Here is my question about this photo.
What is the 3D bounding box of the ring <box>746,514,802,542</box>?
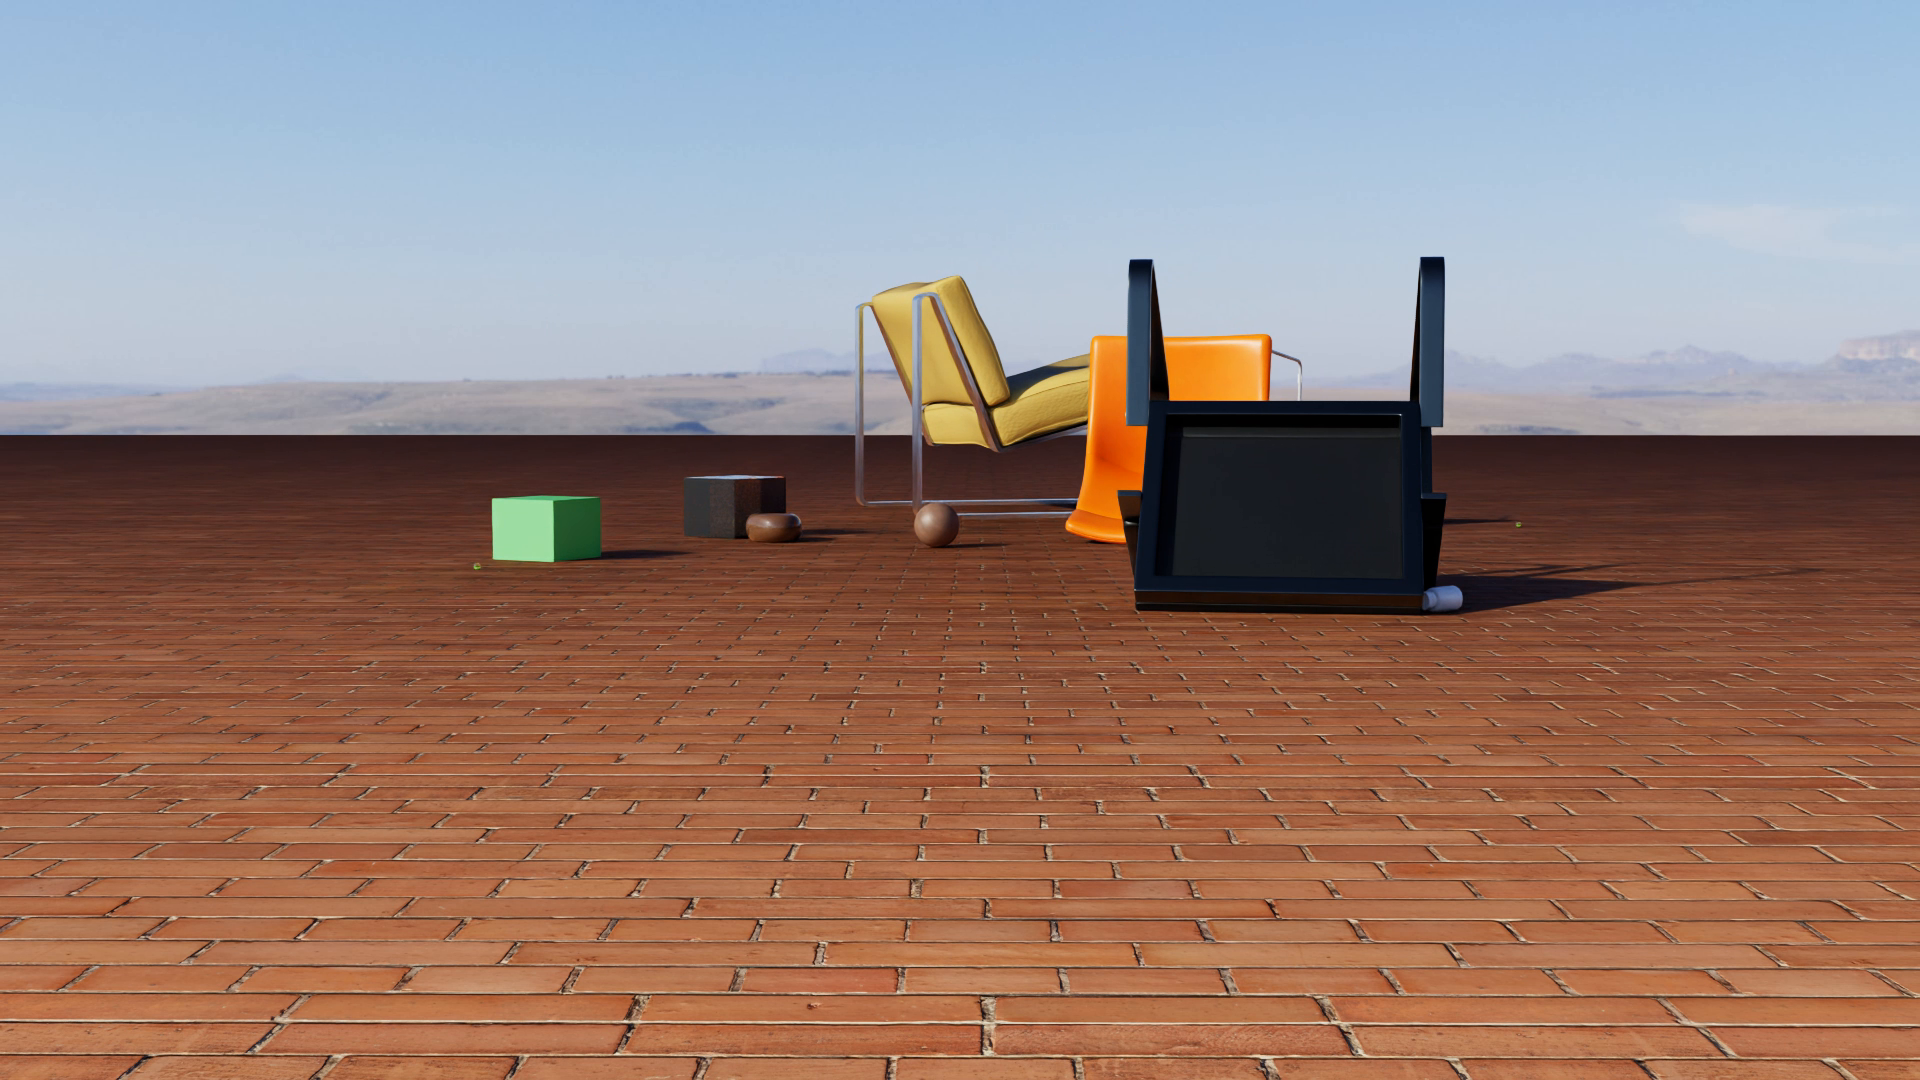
[{"bbox_3d":[-0.551,-0.037,6.499,0.157,0.082,0.213,-1,3,-28],"label":"ring"}]

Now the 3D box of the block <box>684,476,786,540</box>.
[{"bbox_3d":[-0.686,-0.101,6.709,0.218,0.180,0.220,3,5,39],"label":"block"}]

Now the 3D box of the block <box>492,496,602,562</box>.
[{"bbox_3d":[-1.097,-0.032,5.844,0.204,0.160,0.197,2,4,29],"label":"block"}]
